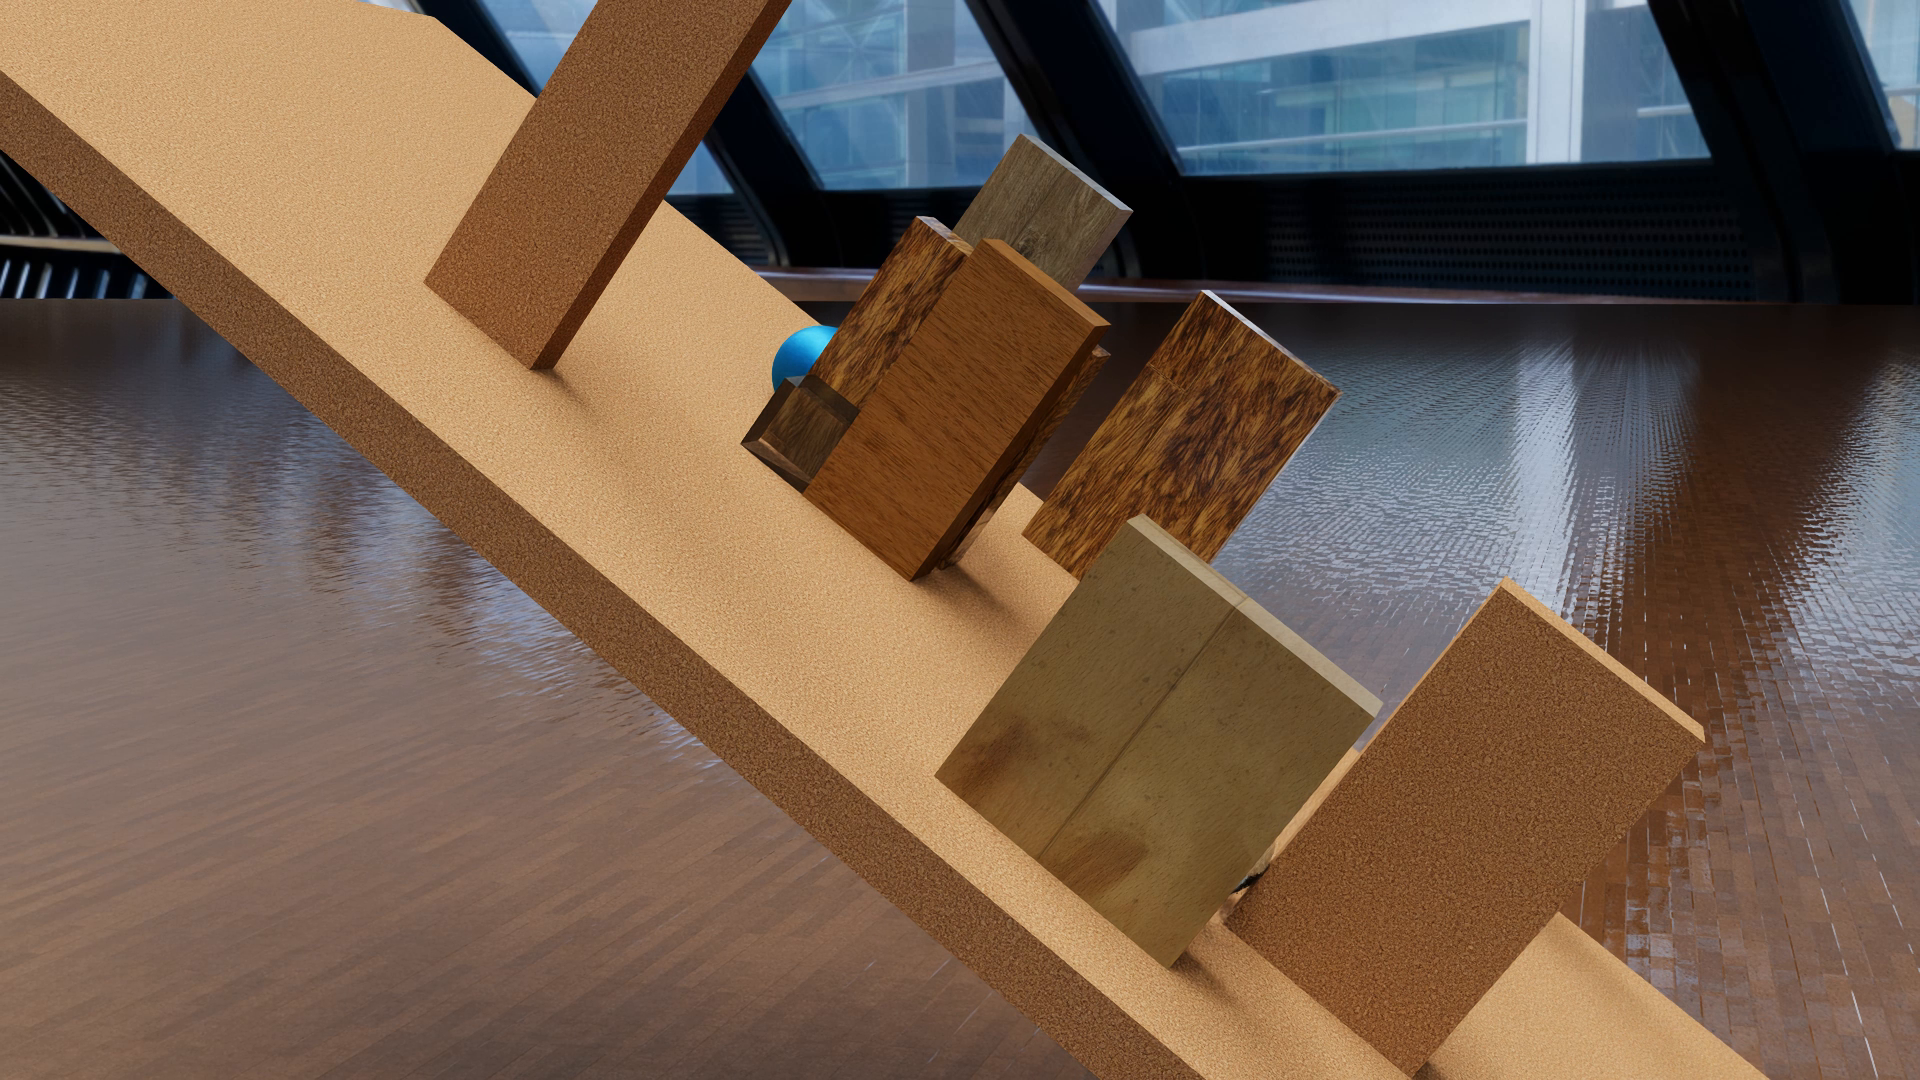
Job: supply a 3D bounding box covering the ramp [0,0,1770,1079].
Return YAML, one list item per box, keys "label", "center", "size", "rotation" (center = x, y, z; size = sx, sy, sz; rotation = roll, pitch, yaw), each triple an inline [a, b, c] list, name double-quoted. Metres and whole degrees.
- label: "ramp"
  center: [-0.061, 0.123, 4.068]
  size: [4.000, 0.100, 2.000]
  rotation: [39, 16, 9]

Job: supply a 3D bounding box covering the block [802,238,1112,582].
- label: "block"
  center: [-0.009, -0.232, 3.954]
  size: [0.254, 0.573, 0.124]
  rotation: [39, 16, 9]

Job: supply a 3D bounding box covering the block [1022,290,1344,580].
- label: "block"
  center: [0.459, -0.158, 4.599]
  size: [0.353, 0.641, 0.088]
  rotation: [39, 16, 9]

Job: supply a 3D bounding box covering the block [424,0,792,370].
- label: "block"
  center: [-0.576, -0.668, 3.621]
  size: [0.244, 0.785, 0.086]
  rotation: [39, 16, 9]

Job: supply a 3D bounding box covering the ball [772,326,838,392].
- label: "ball"
  center: [-0.275, -0.327, 4.363]
  size: [0.197, 0.197, 0.197]
  rotation: [0, 7, 0]

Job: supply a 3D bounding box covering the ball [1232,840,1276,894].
- label: "ball"
  center: [0.407, 0.470, 3.509]
  size: [0.193, 0.193, 0.193]
  rotation: [0, 7, 0]

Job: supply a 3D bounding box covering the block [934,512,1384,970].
- label: "block"
  center: [0.286, 0.293, 3.221]
  size: [0.445, 0.486, 0.112]
  rotation: [39, 16, 9]

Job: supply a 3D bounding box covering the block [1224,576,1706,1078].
- label: "block"
  center: [0.775, 0.447, 3.421]
  size: [0.372, 0.695, 0.124]
  rotation: [39, 16, 9]

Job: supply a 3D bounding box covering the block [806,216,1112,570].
- label: "block"
  center: [-0.043, -0.276, 4.141]
  size: [0.430, 0.502, 0.110]
  rotation: [39, 16, 9]

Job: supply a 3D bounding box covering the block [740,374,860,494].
- label: "block"
  center: [-0.279, -0.197, 4.061]
  size: [0.152, 0.152, 0.152]
  rotation: [39, 16, 9]

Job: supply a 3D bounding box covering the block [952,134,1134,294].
- label: "block"
  center: [0.030, -0.448, 4.414]
  size: [0.251, 0.705, 0.115]
  rotation: [39, 16, 9]
